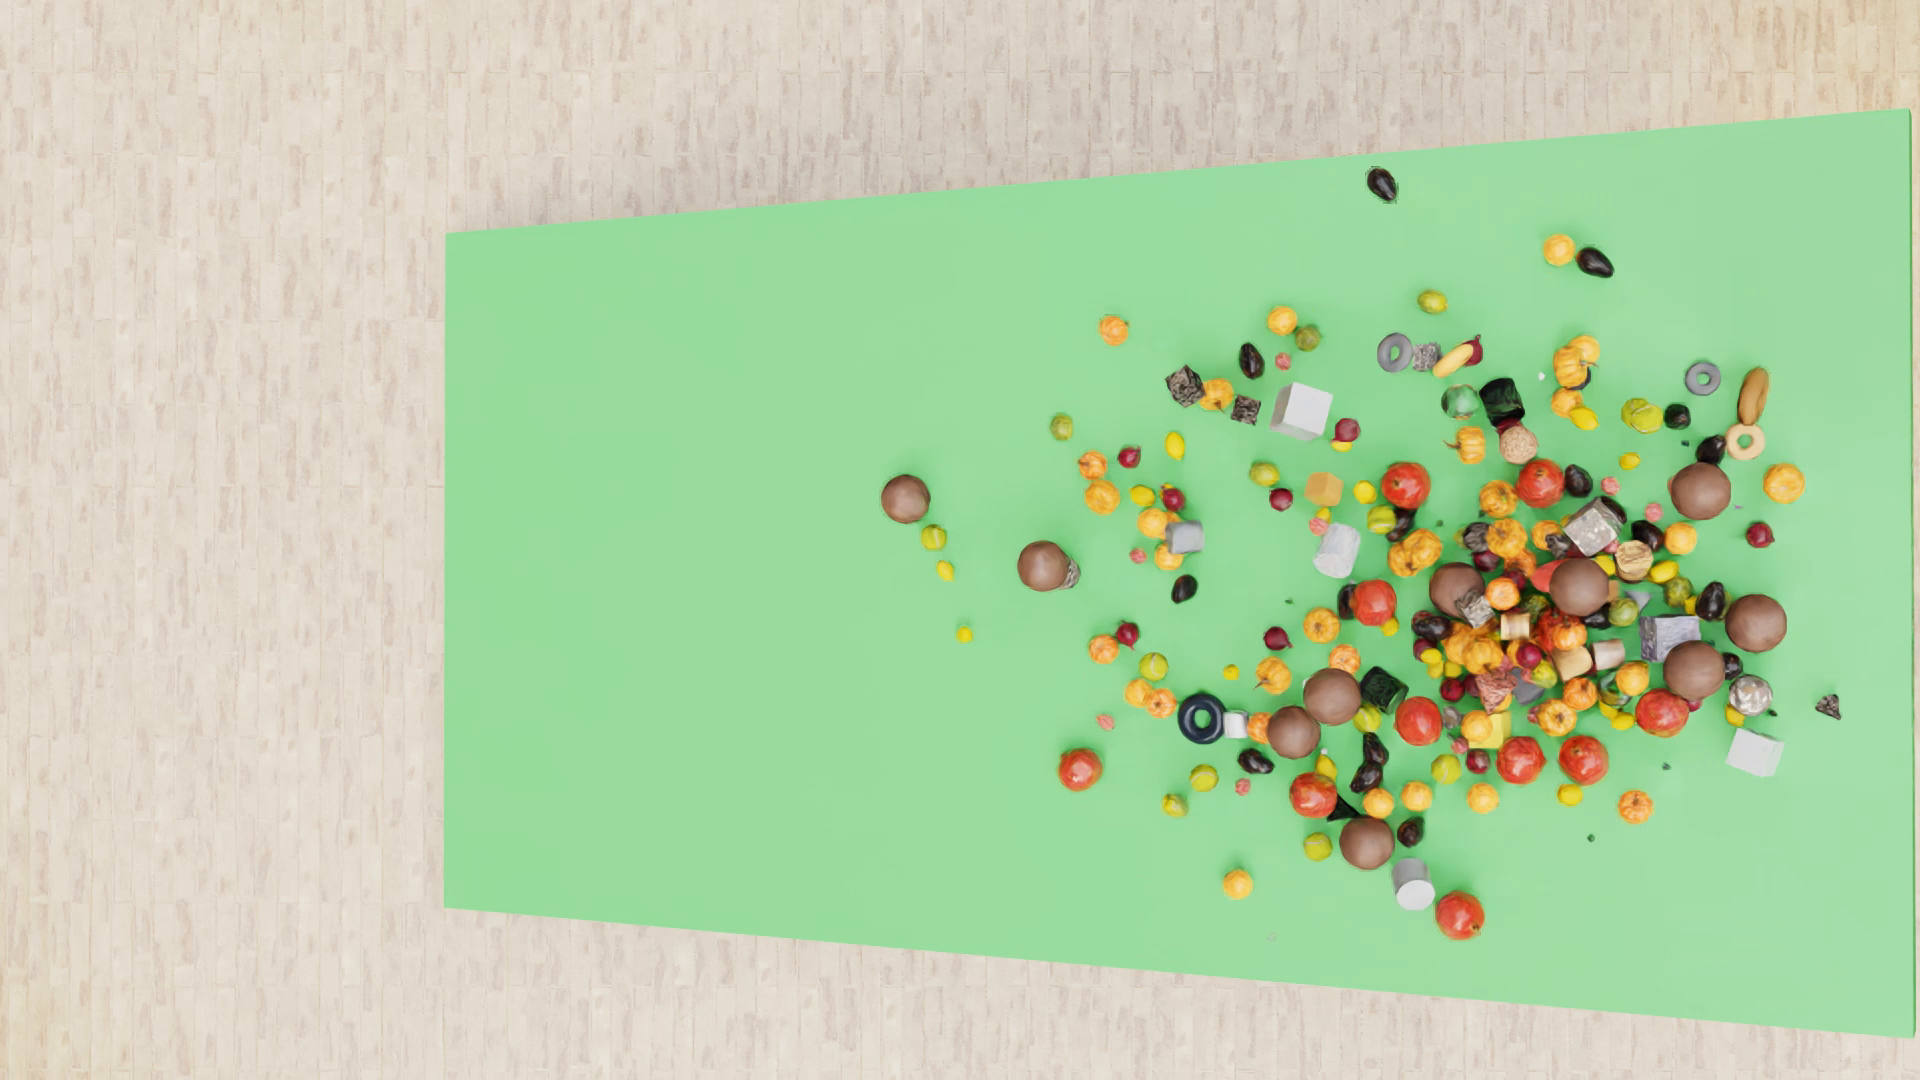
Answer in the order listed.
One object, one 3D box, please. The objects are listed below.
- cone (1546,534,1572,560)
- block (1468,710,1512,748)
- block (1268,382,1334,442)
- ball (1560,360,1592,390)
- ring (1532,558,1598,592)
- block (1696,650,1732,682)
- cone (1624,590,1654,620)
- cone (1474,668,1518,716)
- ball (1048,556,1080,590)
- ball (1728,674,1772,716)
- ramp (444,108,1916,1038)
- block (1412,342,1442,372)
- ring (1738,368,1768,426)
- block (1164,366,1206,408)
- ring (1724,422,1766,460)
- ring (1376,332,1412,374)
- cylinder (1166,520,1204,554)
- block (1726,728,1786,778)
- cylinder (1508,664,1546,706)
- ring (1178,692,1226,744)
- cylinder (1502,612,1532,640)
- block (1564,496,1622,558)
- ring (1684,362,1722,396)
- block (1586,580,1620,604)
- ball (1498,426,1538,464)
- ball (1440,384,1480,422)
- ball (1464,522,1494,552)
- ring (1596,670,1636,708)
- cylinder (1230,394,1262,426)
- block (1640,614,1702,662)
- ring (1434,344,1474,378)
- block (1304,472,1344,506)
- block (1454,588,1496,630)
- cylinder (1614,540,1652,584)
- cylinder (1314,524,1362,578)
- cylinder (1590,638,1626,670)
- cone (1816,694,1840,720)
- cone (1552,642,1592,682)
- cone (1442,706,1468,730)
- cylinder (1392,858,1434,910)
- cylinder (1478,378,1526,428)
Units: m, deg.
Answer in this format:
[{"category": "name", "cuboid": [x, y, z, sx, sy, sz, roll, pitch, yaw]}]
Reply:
[{"category": "cone", "cuboid": [1.360, 0.002, 4.934, 0.065, 0.065, 0.065, -29, 89, -6]}, {"category": "block", "cuboid": [1.225, 0.435, 5.081, 0.077, 0.077, 0.077, -3, 93, 30]}, {"category": "block", "cuboid": [0.794, -0.299, 5.127, 0.100, 0.100, 0.100, 18, 80, -9]}, {"category": "ball", "cuboid": [1.392, -0.371, 4.970, 0.068, 0.068, 0.068, 0, 89, 0]}, {"category": "ring", "cuboid": [1.370, 0.078, 4.981, 0.150, 0.150, 0.050, -16, 99, 0]}, {"category": "block", "cuboid": [1.671, 0.278, 4.879, 0.051, 0.051, 0.051, 39, 106, 22]}, {"category": "cone", "cuboid": [1.517, 0.150, 4.934, 0.067, 0.067, 0.067, 9, 90, 0]}, {"category": "cone", "cuboid": [1.214, 0.360, 5.017, 0.099, 0.099, 0.099, 4, 113, 0]}, {"category": "ball", "cuboid": [0.263, 0.084, 5.573, 0.084, 0.084, 0.084, 0, 89, 0]}, {"category": "ball", "cuboid": [1.732, 0.341, 4.820, 0.092, 0.092, 0.092, 0, 89, 0]}, {"category": "ramp", "cuboid": [0.279, 0.079, 5.667, 4.000, 0.100, 2.000, 0, 89, 27]}, {"category": "block", "cuboid": [1.099, -0.430, 5.171, 0.058, 0.058, 0.058, -7, 86, 27]}, {"category": "ring", "cuboid": [1.726, -0.312, 4.786, 0.043, 0.130, 0.130, 15, 89, 28]}, {"category": "block", "cuboid": [0.550, -0.373, 5.356, 0.064, 0.064, 0.064, -32, 53, 22]}, {"category": "ring", "cuboid": [1.735, -0.219, 4.864, 0.089, 0.030, 0.089, 0, 90, 28]}, {"category": "ring", "cuboid": [1.002, -0.431, 5.072, 0.031, 0.094, 0.094, 6, 89, -43]}, {"category": "cylinder", "cuboid": [0.551, -0.007, 5.392, 0.078, 0.078, 0.078, -5, 89, -8]}, {"category": "block", "cuboid": [1.742, 0.465, 4.815, 0.083, 0.083, 0.083, 23, 100, 37]}, {"category": "cylinder", "cuboid": [1.294, 0.332, 5.042, 0.069, 0.069, 0.069, -30, 60, 0]}, {"category": "ring", "cuboid": [0.598, 0.440, 5.422, 0.131, 0.044, 0.131, 1, 92, 26]}, {"category": "cylinder", "cuboid": [1.260, 0.196, 4.977, 0.063, 0.063, 0.063, 0, 89, 19]}, {"category": "block", "cuboid": [1.406, -0.029, 4.887, 0.084, 0.084, 0.084, 49, 119, 0]}, {"category": "ring", "cuboid": [1.658, -0.359, 4.907, 0.078, 0.026, 0.078, 0, 91, 27]}, {"category": "block", "cuboid": [1.452, 0.117, 4.972, 0.052, 0.052, 0.052, 4, 87, -24]}, {"category": "ball", "cuboid": [1.266, -0.215, 4.988, 0.088, 0.088, 0.088, 0, 89, 0]}, {"category": "ball", "cuboid": [1.131, -0.312, 4.971, 0.086, 0.086, 0.086, 0, 89, 0]}, {"category": "ball", "cuboid": [1.190, -0.008, 5.040, 0.071, 0.071, 0.071, 0, 89, 0]}, {"category": "ring", "cuboid": [1.471, 0.333, 4.933, 0.087, 0.029, 0.087, -9, 72, 30]}, {"category": "cylinder", "cuboid": [0.698, -0.317, 5.365, 0.062, 0.062, 0.062, 16, 94, 0]}, {"category": "block", "cuboid": [1.575, 0.218, 4.879, 0.098, 0.098, 0.098, -3, 91, -4]}, {"category": "ring", "cuboid": [1.136, -0.413, 5.062, 0.105, 0.105, 0.035, -37, 85, 0]}, {"category": "block", "cuboid": [0.868, -0.121, 5.245, 0.060, 0.060, 0.060, 29, 69, -36]}, {"category": "block", "cuboid": [1.172, 0.158, 5.015, 0.057, 0.057, 0.057, -36, 107, -1]}, {"category": "cylinder", "cuboid": [1.507, 0.051, 4.926, 0.079, 0.079, 0.079, -4, 71, 11]}, {"category": "cylinder", "cuboid": [0.894, 0.025, 5.204, 0.092, 0.092, 0.092, 25, 58, 0]}, {"category": "cylinder", "cuboid": [1.450, 0.256, 4.924, 0.065, 0.065, 0.065, -10, 89, 6]}, {"category": "cone", "cuboid": [1.890, 0.372, 4.755, 0.053, 0.053, 0.053, -9, 132, -11]}, {"category": "cone", "cuboid": [1.357, 0.292, 4.915, 0.091, 0.091, 0.091, 16, 130, 20]}, {"category": "cone", "cuboid": [1.161, 0.414, 5.111, 0.057, 0.057, 0.057, 6, 89, -25]}, {"category": "cylinder", "cuboid": [1.058, 0.803, 5.136, 0.087, 0.087, 0.087, 1, 119, 1]}, {"category": "cylinder", "cuboid": [1.250, -0.316, 5.069, 0.083, 0.083, 0.083, -21, 57, 0]}]
